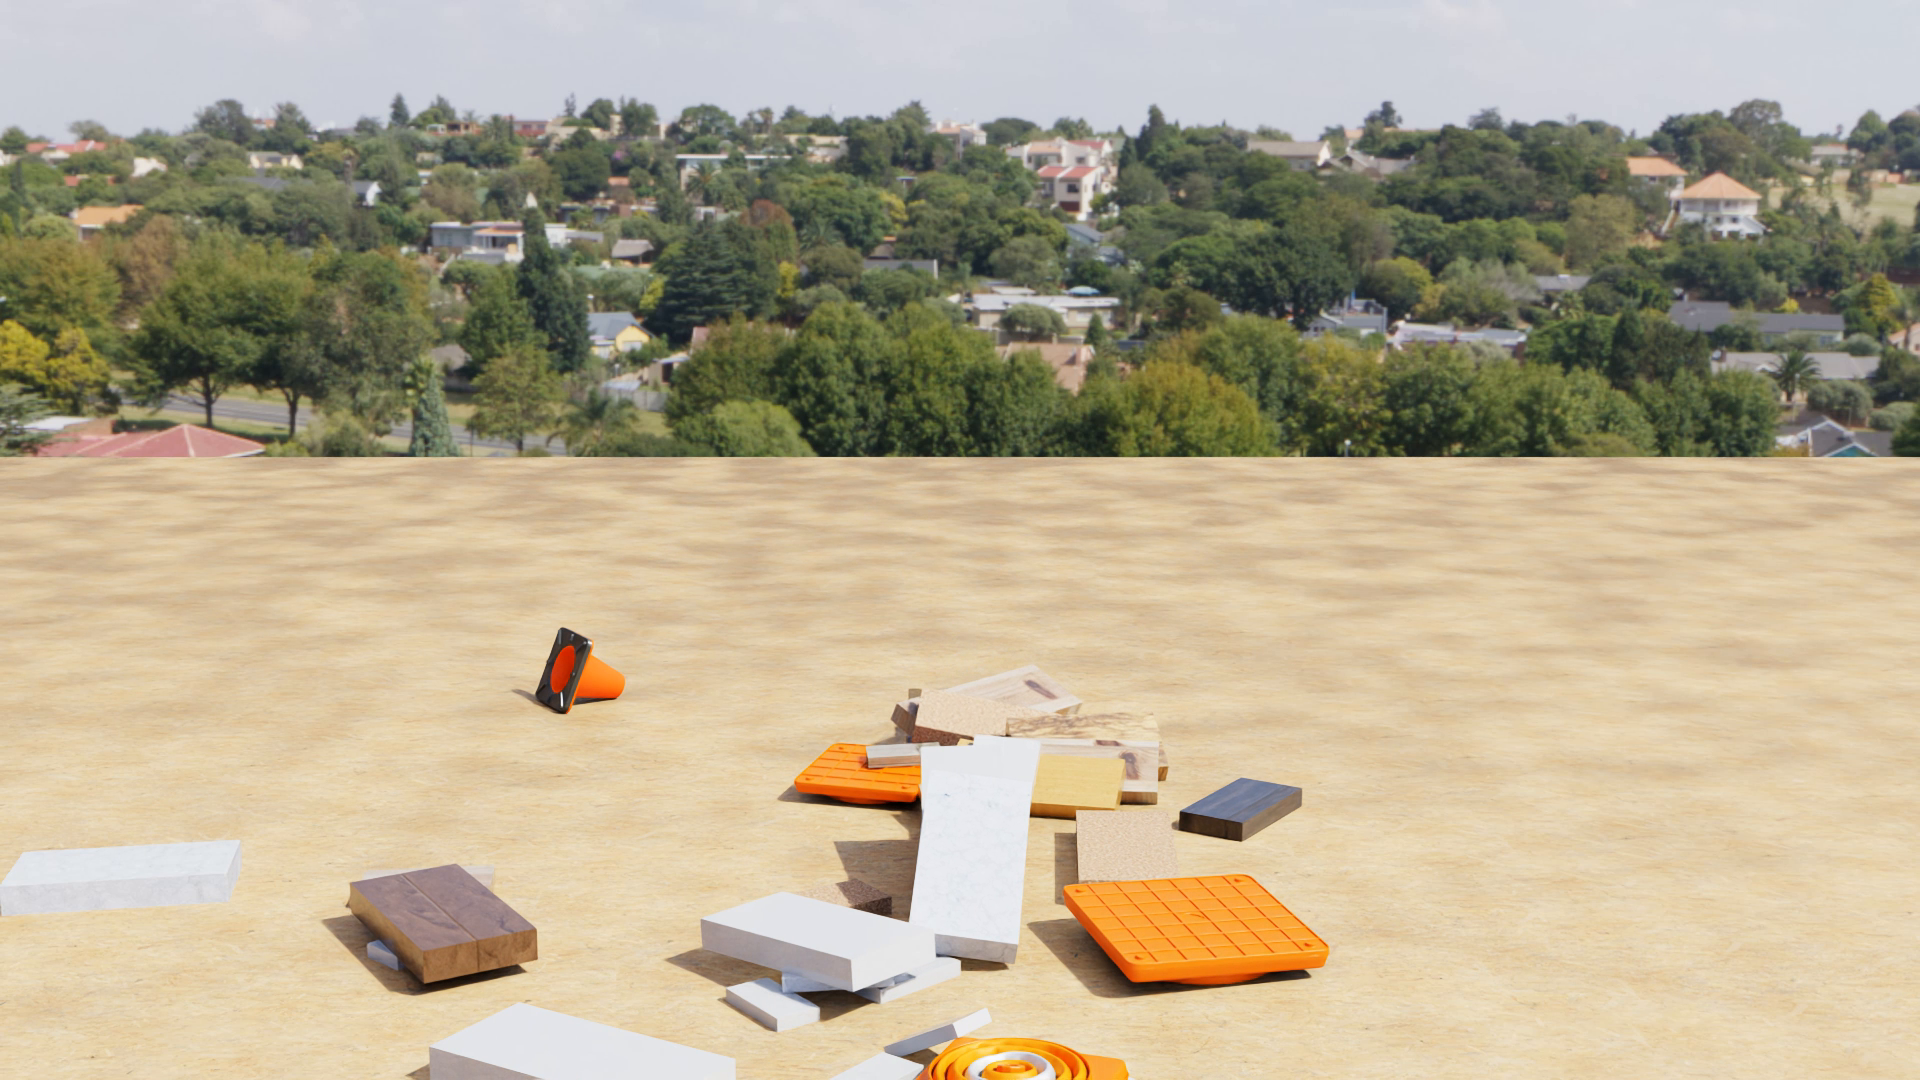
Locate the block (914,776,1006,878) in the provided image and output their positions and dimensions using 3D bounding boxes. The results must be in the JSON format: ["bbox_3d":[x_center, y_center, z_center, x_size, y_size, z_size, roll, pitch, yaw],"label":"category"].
[{"bbox_3d":[0.003,0.505,3.714,0.140,0.040,0.279,1,35,4],"label":"block"}]

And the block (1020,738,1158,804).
[{"bbox_3d":[0.214,0.440,4.204,0.328,0.036,0.127,1,43,6],"label":"block"}]

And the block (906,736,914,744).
[{"bbox_3d":[-0.050,0.381,4.600,0.094,0.027,0.188,3,24,7],"label":"block"}]

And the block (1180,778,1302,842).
[{"bbox_3d":[0.521,0.497,4.070,0.127,0.036,0.254,7,13,33],"label":"block"}]

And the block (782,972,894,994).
[{"bbox_3d":[-0.178,0.636,3.229,0.162,0.023,0.081,-3,8,-1],"label":"block"}]

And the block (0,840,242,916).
[{"bbox_3d":[-1.397,0.563,3.678,0.353,0.050,0.176,-2,11,-11],"label":"block"}]

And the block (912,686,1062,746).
[{"bbox_3d":[0.059,0.380,4.417,0.297,0.042,0.149,12,27,-1],"label":"block"}]

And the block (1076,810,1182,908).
[{"bbox_3d":[0.285,0.545,3.780,0.167,0.047,0.376,0,11,2],"label":"block"}]

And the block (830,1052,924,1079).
[{"bbox_3d":[-0.121,0.720,2.914,0.071,0.020,0.142,8,13,37],"label":"block"}]

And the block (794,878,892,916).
[{"bbox_3d":[-0.229,0.596,3.552,0.213,0.030,0.107,-7,13,-35],"label":"block"}]

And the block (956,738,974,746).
[{"bbox_3d":[0.017,0.423,4.097,0.080,0.023,0.159,10,24,13],"label":"block"}]

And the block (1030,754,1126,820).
[{"bbox_3d":[0.175,0.460,4.115,0.254,0.036,0.127,2,40,13],"label":"block"}]

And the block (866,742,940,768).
[{"bbox_3d":[-0.109,0.417,4.270,0.144,0.020,0.072,-3,13,-6],"label":"block"}]

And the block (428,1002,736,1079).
[{"bbox_3d":[-0.502,0.704,2.919,0.375,0.050,0.176,6,12,30],"label":"block"}]

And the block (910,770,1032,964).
[{"bbox_3d":[0.017,0.507,3.444,0.167,0.047,0.334,7,41,0],"label":"block"}]

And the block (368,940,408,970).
[{"bbox_3d":[-0.827,0.625,3.415,0.081,0.023,0.162,9,14,41],"label":"block"}]

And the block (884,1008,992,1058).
[{"bbox_3d":[-0.031,0.672,2.990,0.142,0.020,0.071,-29,-11,40],"label":"block"}]

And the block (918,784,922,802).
[{"bbox_3d":[-0.023,0.491,3.998,0.080,0.023,0.159,-4,25,-10],"label":"block"}]

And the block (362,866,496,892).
[{"bbox_3d":[-0.885,0.577,3.656,0.213,0.030,0.107,-1,11,-8],"label":"block"}]

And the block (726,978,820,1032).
[{"bbox_3d":[-0.271,0.671,3.179,0.071,0.020,0.142,-8,13,-36],"label":"block"}]

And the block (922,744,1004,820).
[{"bbox_3d":[0.005,0.431,3.716,0.139,0.040,0.279,-1,23,-1],"label":"block"}]

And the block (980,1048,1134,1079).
[{"bbox_3d":[0.180,0.731,2.788,0.311,0.044,0.155,10,15,43],"label":"block"}]

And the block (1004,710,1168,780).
[{"bbox_3d":[0.248,0.411,4.323,0.297,0.042,0.148,-2,42,-10],"label":"block"}]

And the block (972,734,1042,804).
[{"bbox_3d":[0.069,0.444,3.930,0.121,0.034,0.242,5,35,7],"label":"block"}]

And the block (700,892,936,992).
[{"bbox_3d":[-0.215,0.595,3.281,0.334,0.047,0.167,4,11,44],"label":"block"}]

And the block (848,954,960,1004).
[{"bbox_3d":[-0.085,0.650,3.285,0.162,0.023,0.081,-10,14,-43],"label":"block"}]

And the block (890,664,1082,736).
[{"bbox_3d":[0.062,0.358,4.617,0.148,0.042,0.461,37,29,29],"label":"block"}]

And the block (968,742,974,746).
[{"bbox_3d":[0.040,0.464,3.961,0.121,0.034,0.242,10,36,13],"label":"block"}]

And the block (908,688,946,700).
[{"bbox_3d":[-0.042,0.339,4.816,0.094,0.027,0.188,1,-3,-17],"label":"block"}]

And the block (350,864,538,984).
[{"bbox_3d":[-0.804,0.589,3.410,0.176,0.050,0.353,-7,12,-32],"label":"block"}]
